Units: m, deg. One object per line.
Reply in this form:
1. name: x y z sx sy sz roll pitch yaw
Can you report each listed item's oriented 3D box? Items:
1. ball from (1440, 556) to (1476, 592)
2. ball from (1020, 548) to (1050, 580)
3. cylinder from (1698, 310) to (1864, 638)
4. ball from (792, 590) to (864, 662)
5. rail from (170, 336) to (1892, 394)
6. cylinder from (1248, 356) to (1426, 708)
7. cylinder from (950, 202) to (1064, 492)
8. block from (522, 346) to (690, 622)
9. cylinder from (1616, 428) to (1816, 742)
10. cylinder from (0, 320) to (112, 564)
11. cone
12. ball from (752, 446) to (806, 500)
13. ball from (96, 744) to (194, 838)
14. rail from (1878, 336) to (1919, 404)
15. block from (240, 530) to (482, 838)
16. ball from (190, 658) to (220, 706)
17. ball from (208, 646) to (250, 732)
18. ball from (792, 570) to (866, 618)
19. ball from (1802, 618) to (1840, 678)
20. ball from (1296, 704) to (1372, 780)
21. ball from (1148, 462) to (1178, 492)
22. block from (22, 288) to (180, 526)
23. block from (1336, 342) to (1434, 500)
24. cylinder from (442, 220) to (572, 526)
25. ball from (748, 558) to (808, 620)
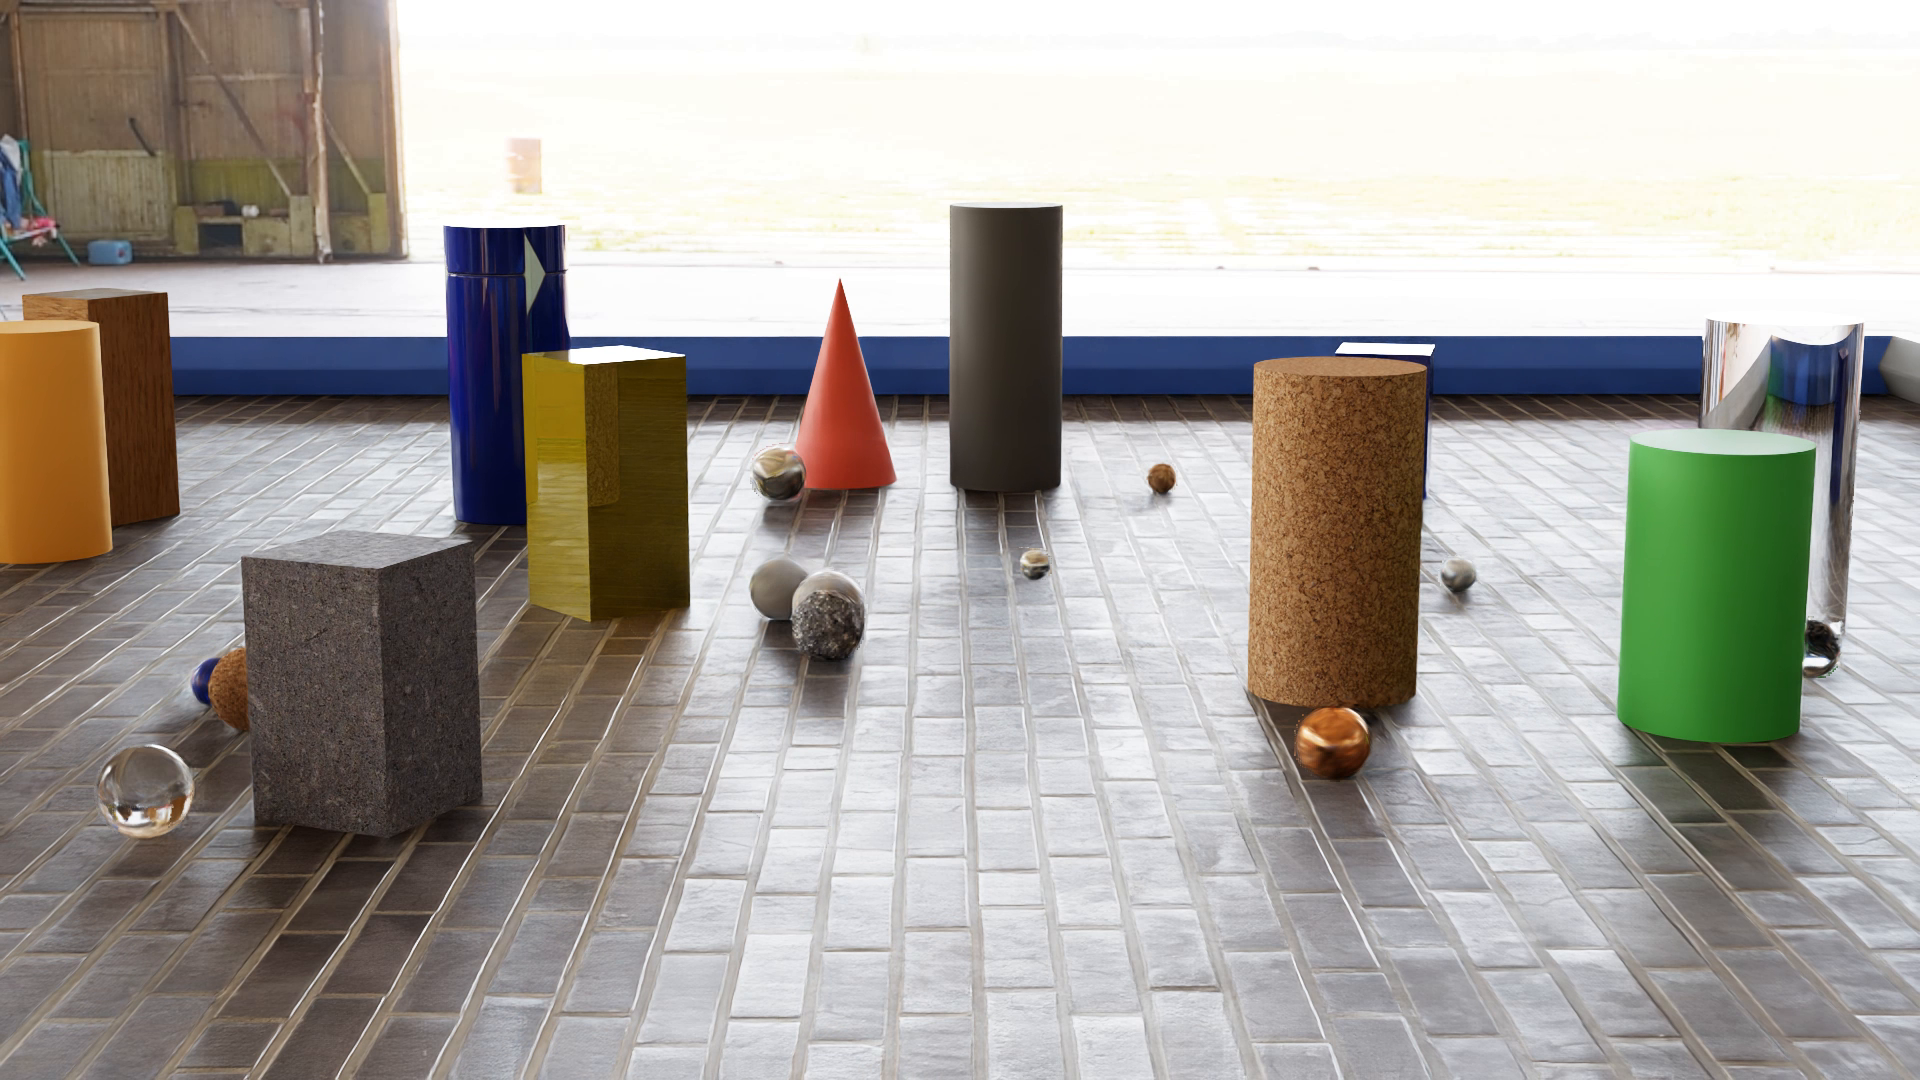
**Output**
1. ball: 0.698 0.048 3.589 0.050 0.050 0.050 0 10 0
2. ball: 0.108 0.035 3.673 0.045 0.045 0.045 0 10 0
3. cylinder: 1.059 -0.086 3.333 0.198 0.406 0.198 0 10 0
4. ball: -0.163 0.105 3.173 0.089 0.089 0.089 0 10 0
5. rail: -0.013 -0.388 5.722 4.209 0.129 0.045 0 10 0
6. cylinder: 0.440 -0.013 3.003 0.198 0.383 0.198 0 10 0
7. cylinder: 0.080 -0.342 4.493 0.198 0.488 0.198 0 10 0
8. block: -0.479 -0.080 3.477 0.158 0.343 0.158 -9 14 -39
9. cylinder: 0.842 0.047 2.862 0.198 0.317 0.198 0 10 0
10. cylinder: -1.390 -0.151 3.864 0.198 0.342 0.198 0 10 0
11. cone: -0.210 -0.286 4.531 0.198 0.364 0.198 0 10 0
12. ball: -0.306 -0.112 4.341 0.092 0.092 0.092 0 10 0
13. ball: -0.777 0.240 2.447 0.089 0.089 0.089 0 10 0
14. rail: 2.081 0.031 3.461 0.045 0.129 4.671 0 10 0
15. block: -0.587 0.137 2.528 0.158 0.262 0.158 4 11 23
16. ball: -0.854 0.163 2.948 0.057 0.057 0.057 0 10 0
17. ball: -0.783 0.164 2.839 0.095 0.095 0.095 0 10 0
18. ball: -0.167 0.086 3.263 0.094 0.094 0.094 0 10 0
19. ball: 1.022 0.130 3.086 0.071 0.071 0.071 0 10 0
20. ball: 0.385 0.209 2.647 0.077 0.077 0.077 0 10 0
21. ball: 0.349 -0.107 4.426 0.052 0.052 0.052 0 10 0
22. block: -1.392 -0.218 4.164 0.158 0.364 0.158 7 12 32
23. block: 0.731 -0.207 4.427 0.158 0.247 0.158 2 11 13
24. cylinder: -0.730 -0.275 4.164 0.198 0.476 0.198 0 10 0
25. ball: -0.238 0.065 3.406 0.084 0.084 0.084 0 10 0
